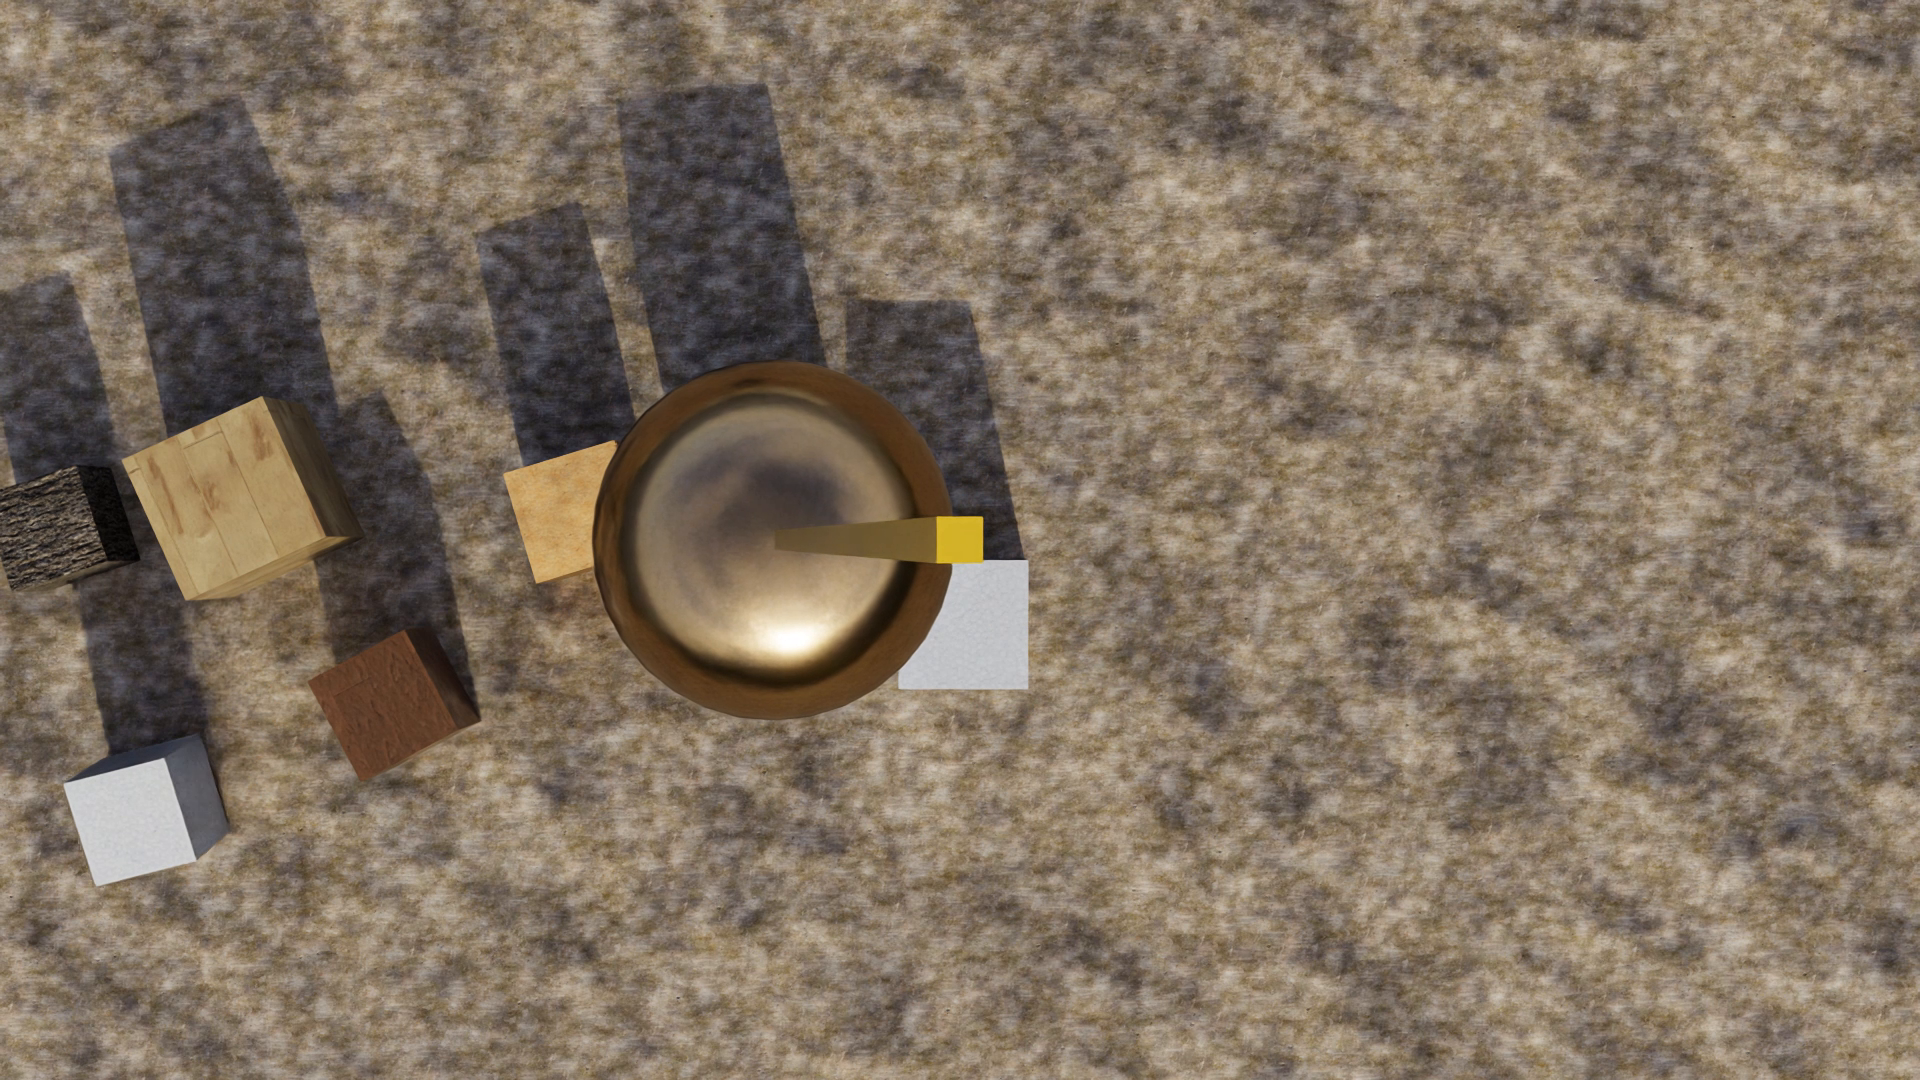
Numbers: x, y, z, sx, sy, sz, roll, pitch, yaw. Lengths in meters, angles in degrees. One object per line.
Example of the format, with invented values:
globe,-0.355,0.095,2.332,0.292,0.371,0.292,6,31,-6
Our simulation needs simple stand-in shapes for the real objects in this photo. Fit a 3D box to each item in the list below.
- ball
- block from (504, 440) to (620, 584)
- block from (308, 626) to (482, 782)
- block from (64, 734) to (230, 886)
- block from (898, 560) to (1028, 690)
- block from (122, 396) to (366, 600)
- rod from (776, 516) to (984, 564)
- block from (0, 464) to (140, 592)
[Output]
ball,-0.819,0.000,9.721,1.600,1.600,1.600,0,90,0
block,-2.164,-0.159,12.683,0.654,0.634,0.645,-17,90,0
block,-3.253,0.933,12.694,0.621,0.612,0.643,-28,90,0
block,-4.664,1.542,12.645,0.586,0.627,0.612,-14,98,1
block,0.019,0.474,12.665,0.727,0.671,0.723,0,90,0
block,-4.080,-0.231,12.593,0.856,0.813,0.859,-24,90,0
rod,-0.355,0.000,6.353,0.080,5.200,0.080,0,90,-8
block,-5.202,-0.065,12.744,0.571,0.512,0.578,-18,90,0
